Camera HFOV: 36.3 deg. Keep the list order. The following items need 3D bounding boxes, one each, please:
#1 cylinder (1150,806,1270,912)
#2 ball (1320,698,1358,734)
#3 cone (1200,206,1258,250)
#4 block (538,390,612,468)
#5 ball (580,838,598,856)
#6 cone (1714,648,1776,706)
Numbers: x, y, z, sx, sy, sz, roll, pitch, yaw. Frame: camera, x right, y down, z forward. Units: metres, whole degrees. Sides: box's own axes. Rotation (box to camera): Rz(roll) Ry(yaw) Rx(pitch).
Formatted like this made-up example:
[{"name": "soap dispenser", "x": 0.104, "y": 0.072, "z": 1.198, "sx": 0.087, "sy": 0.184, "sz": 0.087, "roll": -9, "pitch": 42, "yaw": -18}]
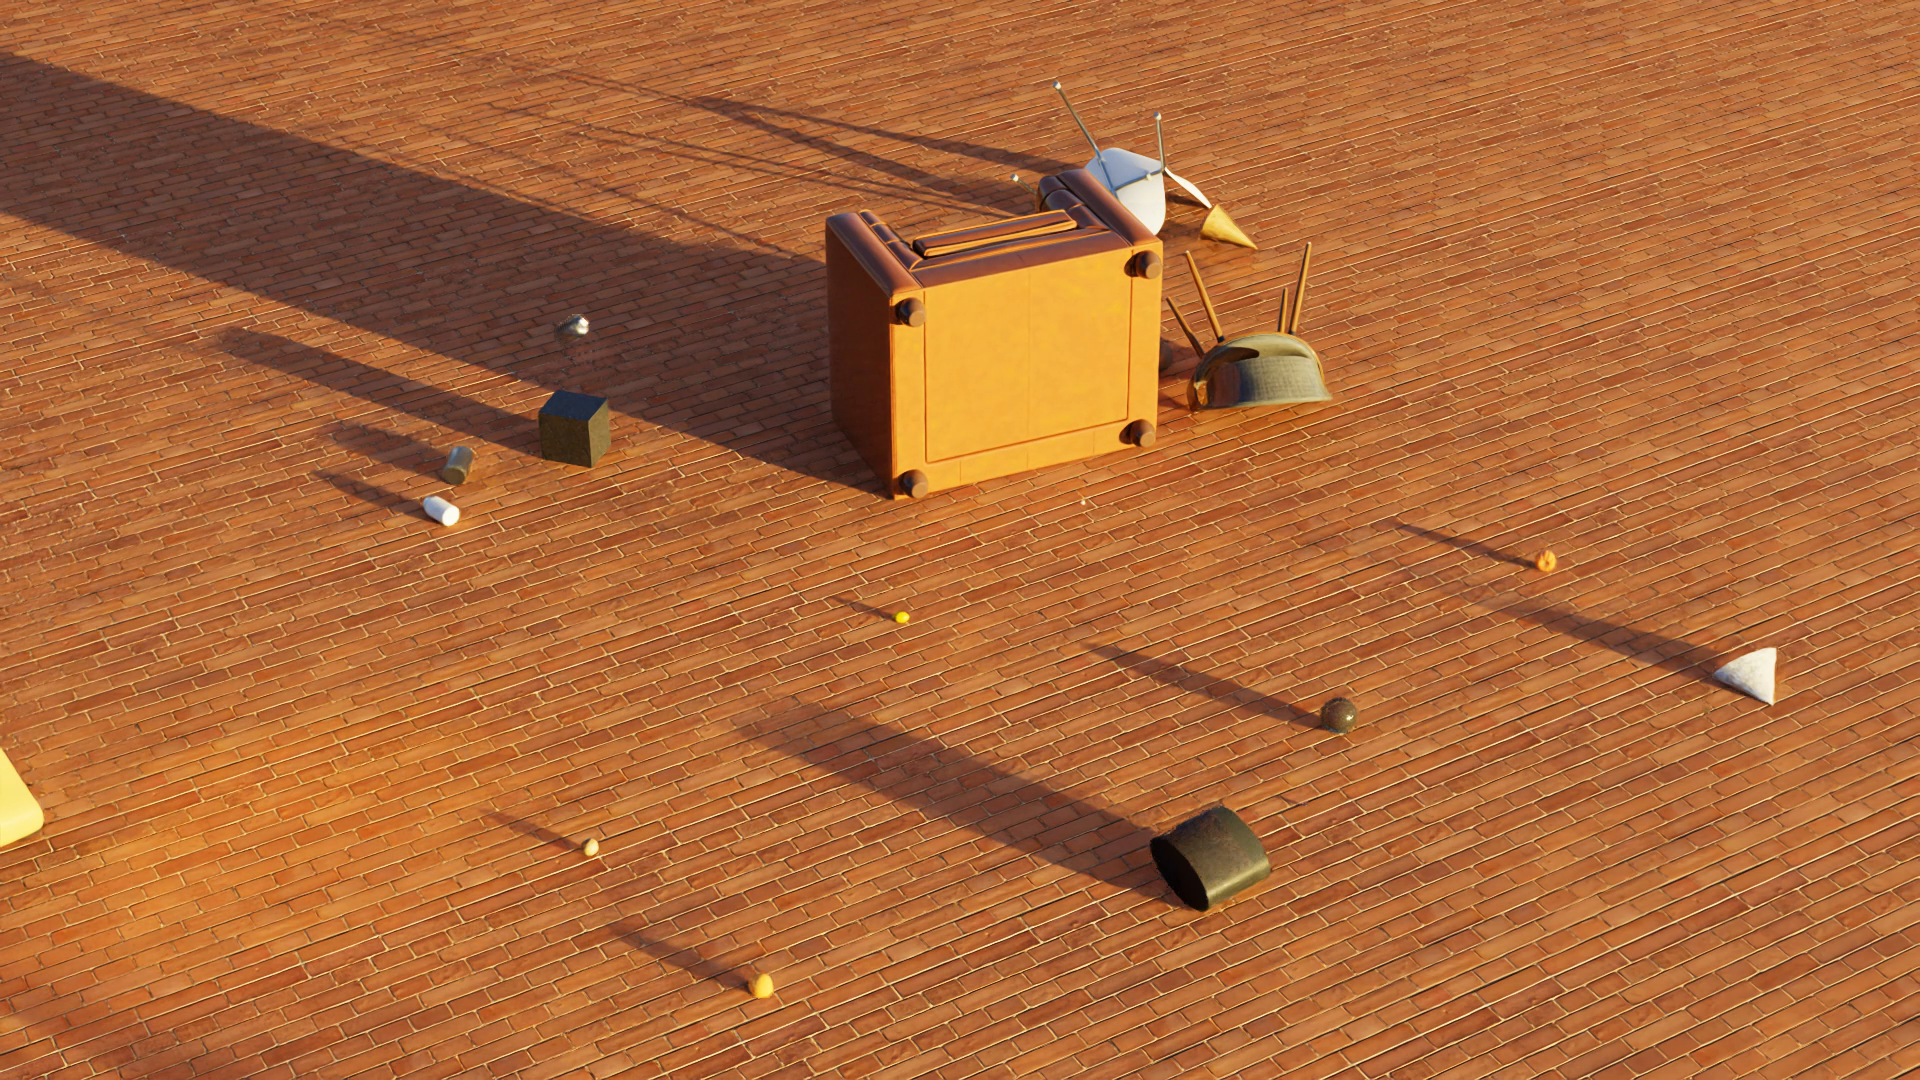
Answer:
[{"name": "cylinder", "x": 0.789, "y": 1.003, "z": 9.251, "sx": 0.261, "sy": 0.171, "sz": 0.291, "roll": -23, "pitch": 60, "yaw": -31}, {"name": "ball", "x": 1.284, "y": 0.594, "z": 9.931, "sx": 0.123, "sy": 0.123, "sz": 0.123, "roll": 0, "pitch": 33, "yaw": 0}, {"name": "cone", "x": 1.203, "y": -1.341, "z": 12.899, "sx": 0.249, "sy": 0.153, "sz": 0.228, "roll": 31, "pitch": -1, "yaw": 7}, {"name": "block", "x": -1.499, "y": -0.432, "z": 11.407, "sx": 0.212, "sy": 0.213, "sz": 0.181, "roll": 10, "pitch": 35, "yaw": 15}, {"name": "ball", "x": -1.188, "y": 0.984, "z": 9.399, "sx": 0.057, "sy": 0.057, "sz": 0.057, "roll": 0, "pitch": 33, "yaw": 0}, {"name": "cone", "x": 2.760, "y": 0.500, "z": 10.133, "sx": 0.239, "sy": 0.103, "sz": 0.197, "roll": -22, "pitch": 54, "yaw": -3}]
